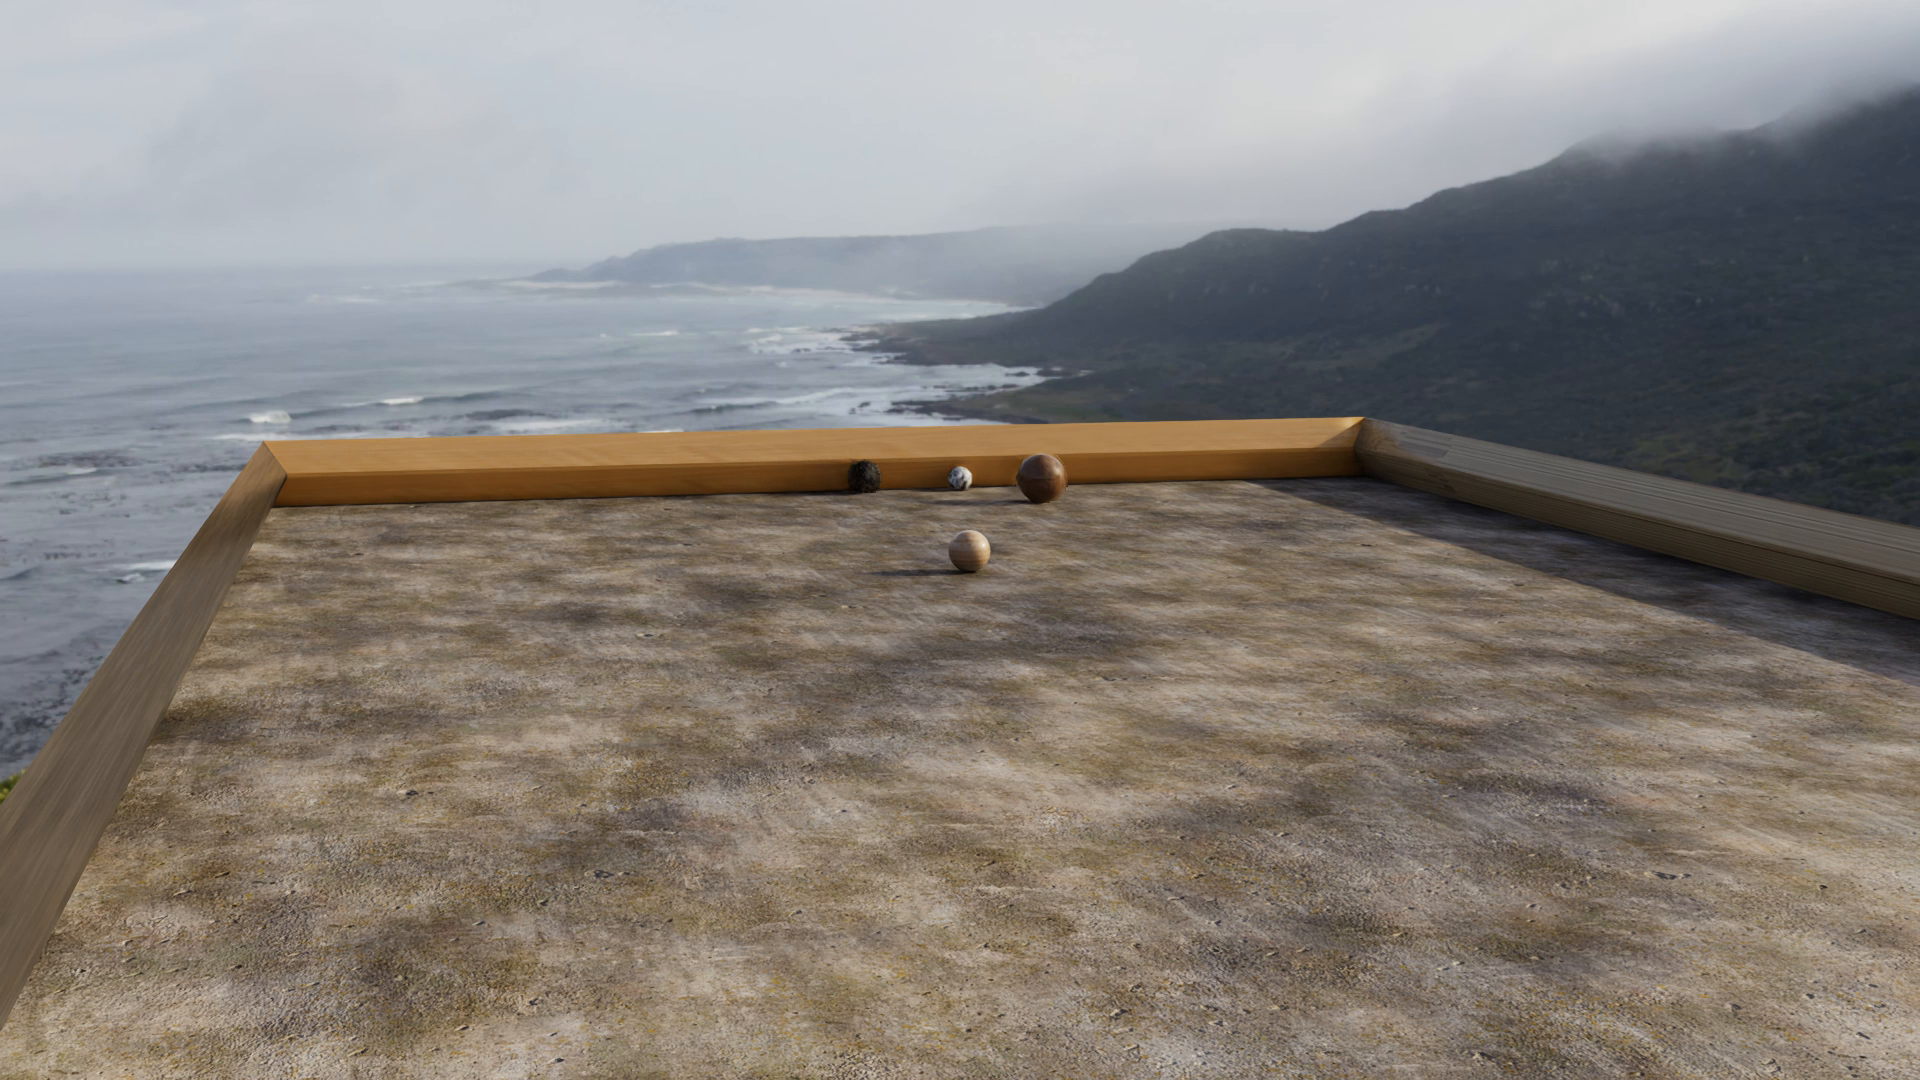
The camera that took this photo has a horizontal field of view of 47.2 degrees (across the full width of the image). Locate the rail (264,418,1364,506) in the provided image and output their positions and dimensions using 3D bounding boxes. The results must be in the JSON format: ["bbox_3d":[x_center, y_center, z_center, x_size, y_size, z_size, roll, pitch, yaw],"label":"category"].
[{"bbox_3d":[-0.223,-0.160,4.412,2.250,0.123,0.045,-2,8,-14],"label":"rail"}]

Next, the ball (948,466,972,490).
[{"bbox_3d":[0.001,-0.124,4.433,0.049,0.049,0.049,0,8,0],"label":"ball"}]

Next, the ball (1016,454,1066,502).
[{"bbox_3d":[0.156,-0.120,4.236,0.095,0.095,0.095,0,8,0],"label":"ball"}]

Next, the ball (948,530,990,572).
[{"bbox_3d":[0.015,0.017,3.377,0.065,0.065,0.065,0,8,0],"label":"ball"}]

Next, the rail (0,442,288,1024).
[{"bbox_3d":[-0.842,0.135,2.329,0.045,0.123,3.842,-2,8,-14],"label":"rail"}]

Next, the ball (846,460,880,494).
[{"bbox_3d":[-0.193,-0.125,4.380,0.065,0.065,0.065,0,8,0],"label":"ball"}]

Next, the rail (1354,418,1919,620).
[{"bbox_3d":[1.298,0.062,2.847,0.045,0.123,3.842,-2,8,-14],"label":"rail"}]
